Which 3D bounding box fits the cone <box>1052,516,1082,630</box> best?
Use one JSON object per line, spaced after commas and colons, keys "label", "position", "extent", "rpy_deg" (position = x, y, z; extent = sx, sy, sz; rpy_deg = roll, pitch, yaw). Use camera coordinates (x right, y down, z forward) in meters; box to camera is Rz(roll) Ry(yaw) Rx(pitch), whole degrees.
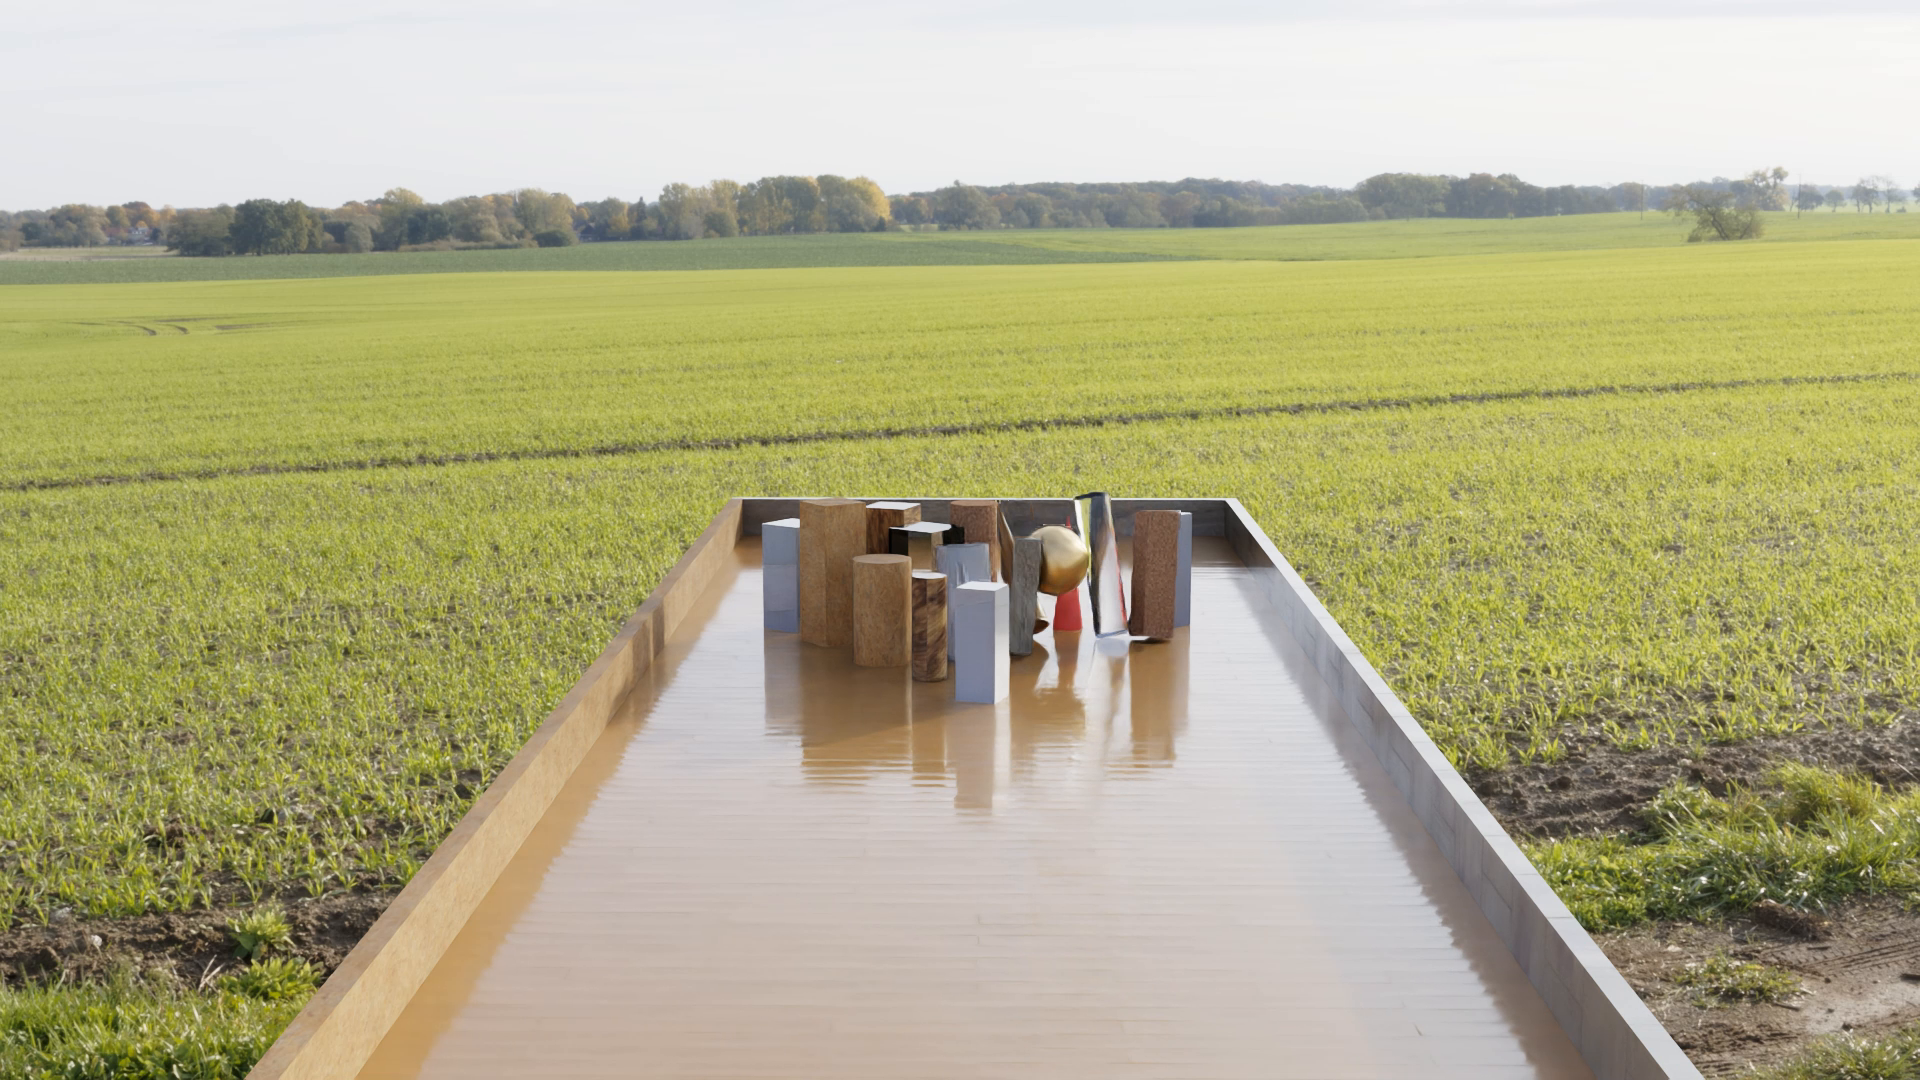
{"label": "cone", "position": [0.353, 0.099, 7.167], "extent": [0.100, 0.381, 0.100], "rpy_deg": [0, 9, 0]}

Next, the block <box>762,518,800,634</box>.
{"label": "block", "position": [-0.541, 0.115, 7.179], "extent": [0.145, 0.346, 0.145], "rpy_deg": [7, 11, 36]}

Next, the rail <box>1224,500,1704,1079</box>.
{"label": "rail", "position": [1.046, 0.843, 3.208], "extent": [0.050, 0.150, 12.000], "rpy_deg": [0, 9, 1]}

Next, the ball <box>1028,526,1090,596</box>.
{"label": "ball", "position": [0.298, 0.066, 6.961], "extent": [0.221, 0.221, 0.221], "rpy_deg": [0, 9, 0]}

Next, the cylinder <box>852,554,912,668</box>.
{"label": "cylinder", "position": [-0.236, 0.212, 6.665], "extent": [0.180, 0.315, 0.180], "rpy_deg": [0, 9, 0]}

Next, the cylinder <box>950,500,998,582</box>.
{"label": "cylinder", "position": [0.047, 0.080, 7.200], "extent": [0.155, 0.408, 0.155], "rpy_deg": [0, 9, 0]}

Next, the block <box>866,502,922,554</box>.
{"label": "block", "position": [-0.222, 0.085, 7.195], "extent": [0.145, 0.400, 0.145], "rpy_deg": [3, 10, 21]}

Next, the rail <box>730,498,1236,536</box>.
{"label": "rail", "position": [0.099, -0.098, 9.147], "extent": [2.100, 0.150, 0.050], "rpy_deg": [0, 9, 1]}

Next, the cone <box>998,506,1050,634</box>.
{"label": "cone", "position": [0.168, 0.078, 7.065], "extent": [0.144, 0.452, 0.144], "rpy_deg": [-11, -23, -5]}

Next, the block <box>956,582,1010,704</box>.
{"label": "block", "position": [0.064, 0.286, 6.178], "extent": [0.118, 0.320, 0.118], "rpy_deg": [4, 10, 21]}

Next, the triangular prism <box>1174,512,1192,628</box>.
{"label": "triangular prism", "position": [0.678, 0.095, 7.223], "extent": [0.123, 0.371, 0.107], "rpy_deg": [-7, 12, -39]}

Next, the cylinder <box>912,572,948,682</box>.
{"label": "cylinder", "position": [-0.089, 0.255, 6.419], "extent": [0.104, 0.307, 0.104], "rpy_deg": [0, 9, 0]}

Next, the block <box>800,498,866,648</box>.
{"label": "block", "position": [-0.401, 0.100, 6.955], "extent": [0.152, 0.446, 0.152], "rpy_deg": [-6, 11, -35]}

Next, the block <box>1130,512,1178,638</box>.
{"label": "block", "position": [0.616, 0.110, 6.991], "extent": [0.104, 0.396, 0.104], "rpy_deg": [3, -1, -20]}

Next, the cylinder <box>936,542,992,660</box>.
{"label": "cylinder", "position": [0.019, 0.186, 6.692], "extent": [0.163, 0.341, 0.163], "rpy_deg": [-4, 3, 0]}

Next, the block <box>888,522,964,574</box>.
{"label": "block", "position": [-0.105, 0.142, 6.932], "extent": [0.168, 0.370, 0.168], "rpy_deg": [7, 11, 36]}

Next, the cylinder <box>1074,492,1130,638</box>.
{"label": "cylinder", "position": [0.453, 0.079, 7.035], "extent": [0.113, 0.451, 0.113], "rpy_deg": [-8, -11, -1]}

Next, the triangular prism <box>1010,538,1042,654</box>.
{"label": "triangular prism", "position": [0.182, 0.170, 6.791], "extent": [0.090, 0.354, 0.078], "rpy_deg": [5, 1, -20]}

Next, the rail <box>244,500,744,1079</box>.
{"label": "rail", "position": [-1.004, 0.839, 3.234], "extent": [0.050, 0.150, 12.000], "rpy_deg": [0, 9, 1]}
